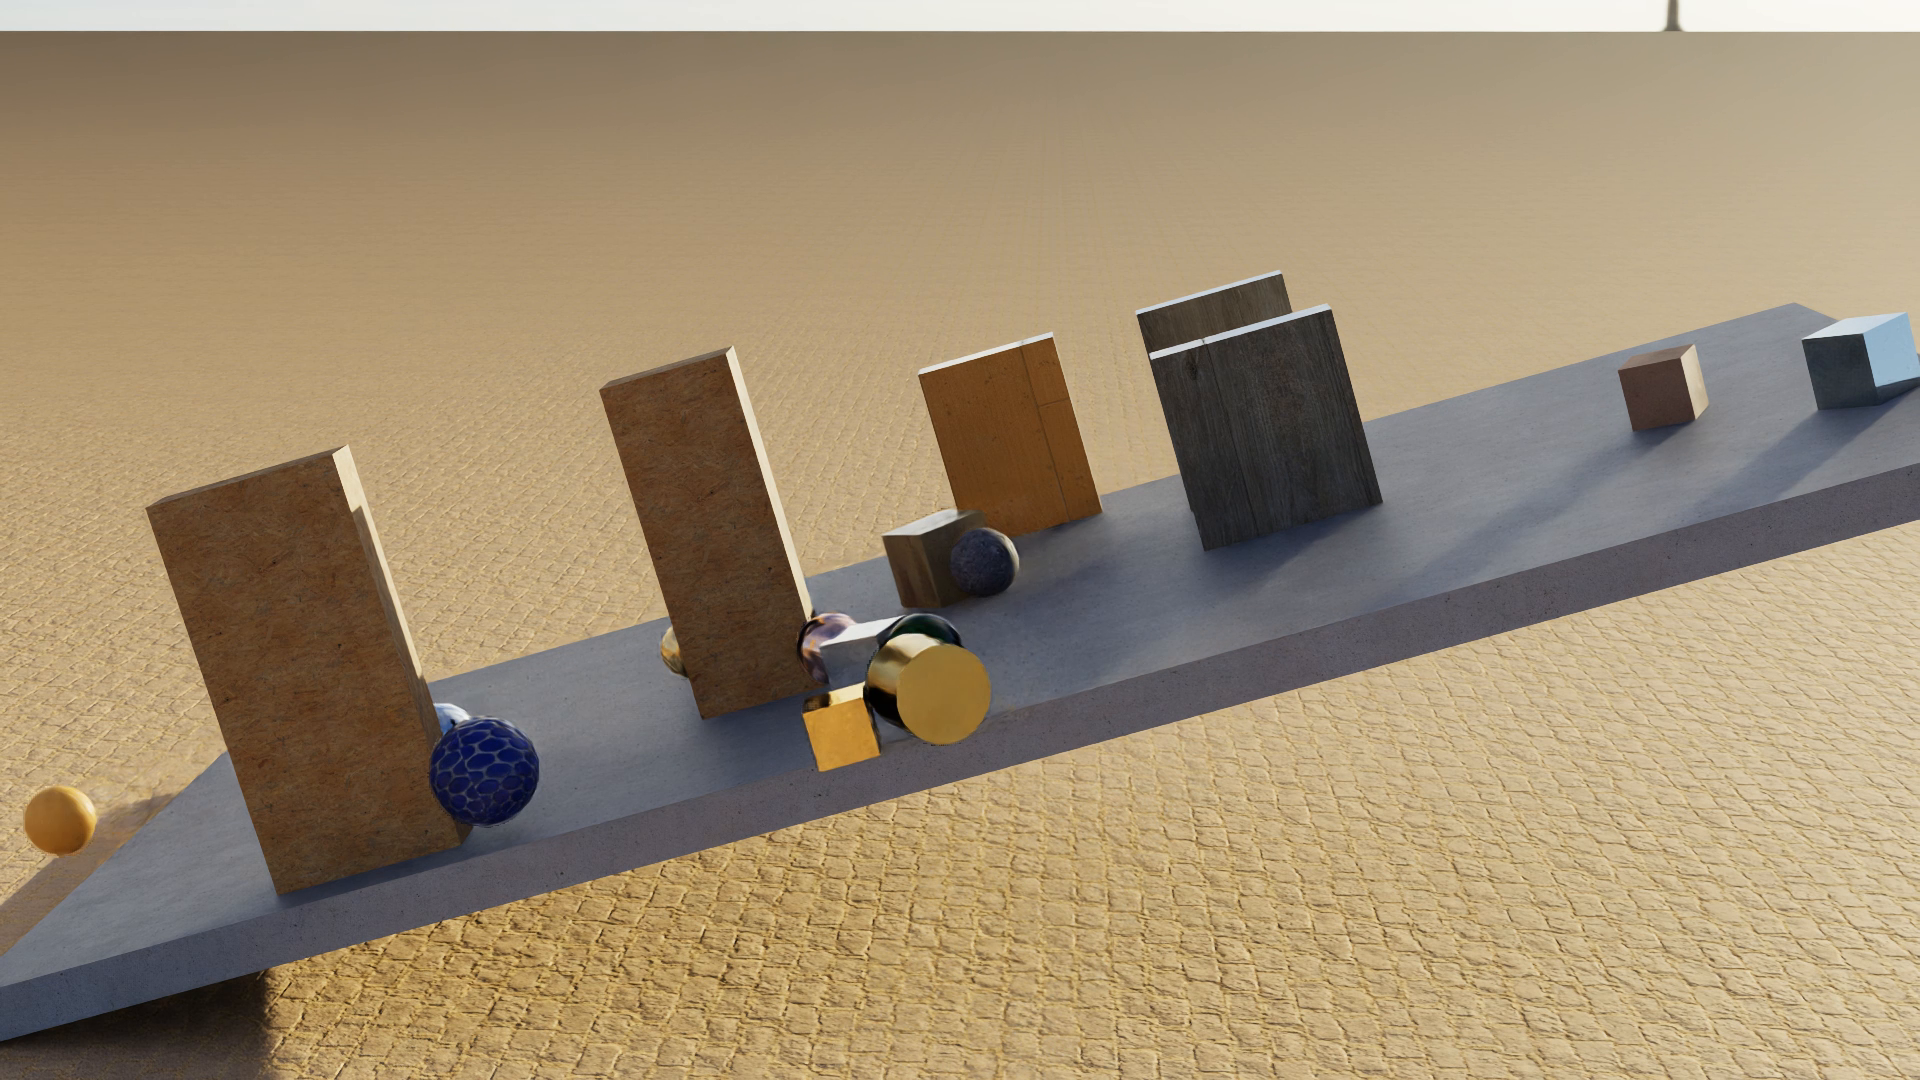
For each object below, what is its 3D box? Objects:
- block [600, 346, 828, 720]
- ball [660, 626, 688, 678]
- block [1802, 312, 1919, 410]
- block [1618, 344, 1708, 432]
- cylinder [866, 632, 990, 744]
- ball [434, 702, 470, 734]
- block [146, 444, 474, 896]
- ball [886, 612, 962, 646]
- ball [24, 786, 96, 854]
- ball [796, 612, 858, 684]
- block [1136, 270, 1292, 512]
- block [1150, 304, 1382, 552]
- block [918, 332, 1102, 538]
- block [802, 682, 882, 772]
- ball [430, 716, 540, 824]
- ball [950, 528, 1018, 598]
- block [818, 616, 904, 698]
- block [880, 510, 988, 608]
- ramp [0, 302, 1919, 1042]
[{"bbox_3d":[-0.496,-0.014,6.017,0.267,0.708,0.137,-16,10,5],"label":"block"},{"bbox_3d":[-0.598,0.240,6.488,0.126,0.126,0.126,0,11,0],"label":"ball"},{"bbox_3d":[1.788,-0.354,5.828,0.147,0.147,0.147,-23,12,-34],"label":"block"},{"bbox_3d":[1.481,-0.321,6.190,0.134,0.134,0.134,-11,11,29],"label":"block"},{"bbox_3d":[-0.057,0.265,5.295,0.178,0.178,0.178,-4,6,-18],"label":"cylinder"},{"bbox_3d":[-1.095,0.421,6.202,0.156,0.156,0.156,0,11,0],"label":"ball"},{"bbox_3d":[-1.221,0.247,5.549,0.367,0.774,0.122,-16,10,5],"label":"block"},{"bbox_3d":[-0.070,0.214,5.692,0.149,0.149,0.149,0,11,0],"label":"ball"},{"bbox_3d":[-2.023,0.630,6.612,0.155,0.155,0.155,0,11,0],"label":"ball"},{"bbox_3d":[-0.256,0.218,5.923,0.145,0.145,0.145,0,11,0],"label":"ball"},{"bbox_3d":[0.627,-0.338,6.698,0.339,0.471,0.081,-16,10,5],"label":"block"},{"bbox_3d":[0.648,-0.238,6.234,0.390,0.426,0.108,-16,10,5],"label":"block"},{"bbox_3d":[0.122,-0.239,7.067,0.333,0.439,0.107,-16,10,5],"label":"block"},{"bbox_3d":[-0.213,0.339,5.332,0.113,0.113,0.113,-16,10,3],"label":"block"},{"bbox_3d":[-0.884,0.429,5.472,0.202,0.202,0.202,0,11,0],"label":"ball"},{"bbox_3d":[0.052,0.049,6.416,0.151,0.151,0.151,0,11,0],"label":"ball"},{"bbox_3d":[-0.176,0.239,5.784,0.129,0.129,0.129,-11,11,27],"label":"block"},{"bbox_3d":[-0.039,0.042,6.549,0.171,0.171,0.171,-22,11,-30],"label":"block"},{"bbox_3d":[0.088,0.188,6.322,4.000,0.100,2.000,-16,10,5],"label":"ramp"}]
